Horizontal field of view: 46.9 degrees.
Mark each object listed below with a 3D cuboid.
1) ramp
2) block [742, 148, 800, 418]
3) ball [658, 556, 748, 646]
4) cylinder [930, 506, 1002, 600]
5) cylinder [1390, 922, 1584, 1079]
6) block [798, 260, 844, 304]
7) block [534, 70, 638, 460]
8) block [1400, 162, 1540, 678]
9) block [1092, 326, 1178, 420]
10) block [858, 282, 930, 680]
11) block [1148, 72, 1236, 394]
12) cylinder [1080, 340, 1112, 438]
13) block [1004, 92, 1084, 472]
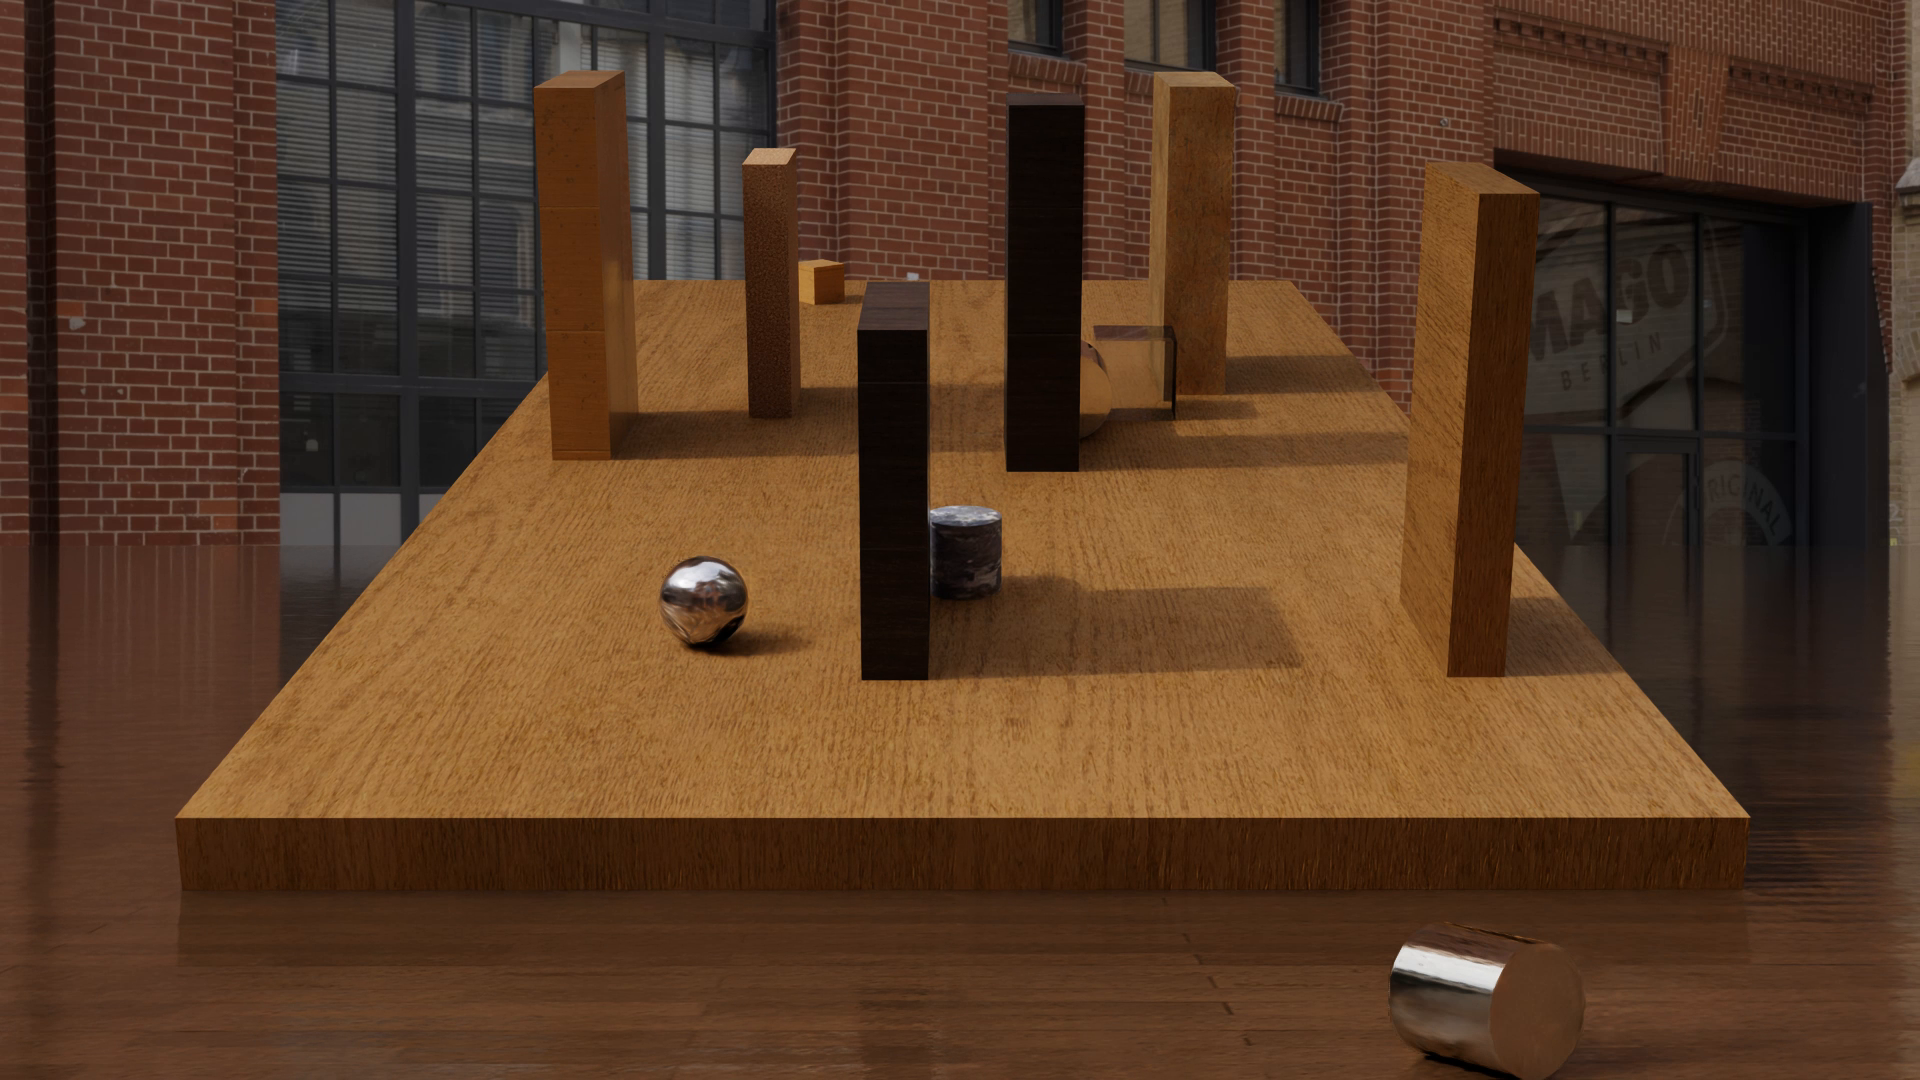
[{"bbox_3d":[-0.002,-0.166,4.741,2.000,0.100,4.000,0,16,0],"label":"ramp"},{"bbox_3d":[-0.422,-0.583,4.988,0.096,0.560,0.304,0,16,0],"label":"block"},{"bbox_3d":[-0.398,0.095,3.433,0.140,0.140,0.140,0,0,0],"label":"ball"},{"bbox_3d":[0.006,0.021,3.705,0.128,0.128,0.128,0,16,0],"label":"cylinder"},{"bbox_3d":[0.448,0.391,1.887,0.115,0.115,0.115,0,0,-34],"label":"cylinder"},{"bbox_3d":[-0.403,-0.736,6.309,0.105,0.105,0.105,-13,21,-37],"label":"block"},{"bbox_3d":[-0.779,-0.585,4.652,0.119,0.754,0.425,0,16,0],"label":"block"},{"bbox_3d":[0.771,-0.192,3.383,0.086,0.721,0.366,0,16,0],"label":"block"},{"bbox_3d":[0.389,-0.376,4.961,0.179,0.179,0.179,0,16,1],"label":"block"},{"bbox_3d":[-0.098,-0.102,3.412,0.099,0.529,0.402,0,16,0],"label":"block"},{"bbox_3d":[0.542,-0.734,5.247,0.146,0.705,0.415,0,16,0],"label":"block"},{"bbox_3d":[0.230,-0.329,4.786,0.189,0.189,0.189,0,16,1],"label":"cylinder"},{"bbox_3d":[0.167,-0.525,4.492,0.146,0.730,0.262,0,16,0],"label":"block"}]
